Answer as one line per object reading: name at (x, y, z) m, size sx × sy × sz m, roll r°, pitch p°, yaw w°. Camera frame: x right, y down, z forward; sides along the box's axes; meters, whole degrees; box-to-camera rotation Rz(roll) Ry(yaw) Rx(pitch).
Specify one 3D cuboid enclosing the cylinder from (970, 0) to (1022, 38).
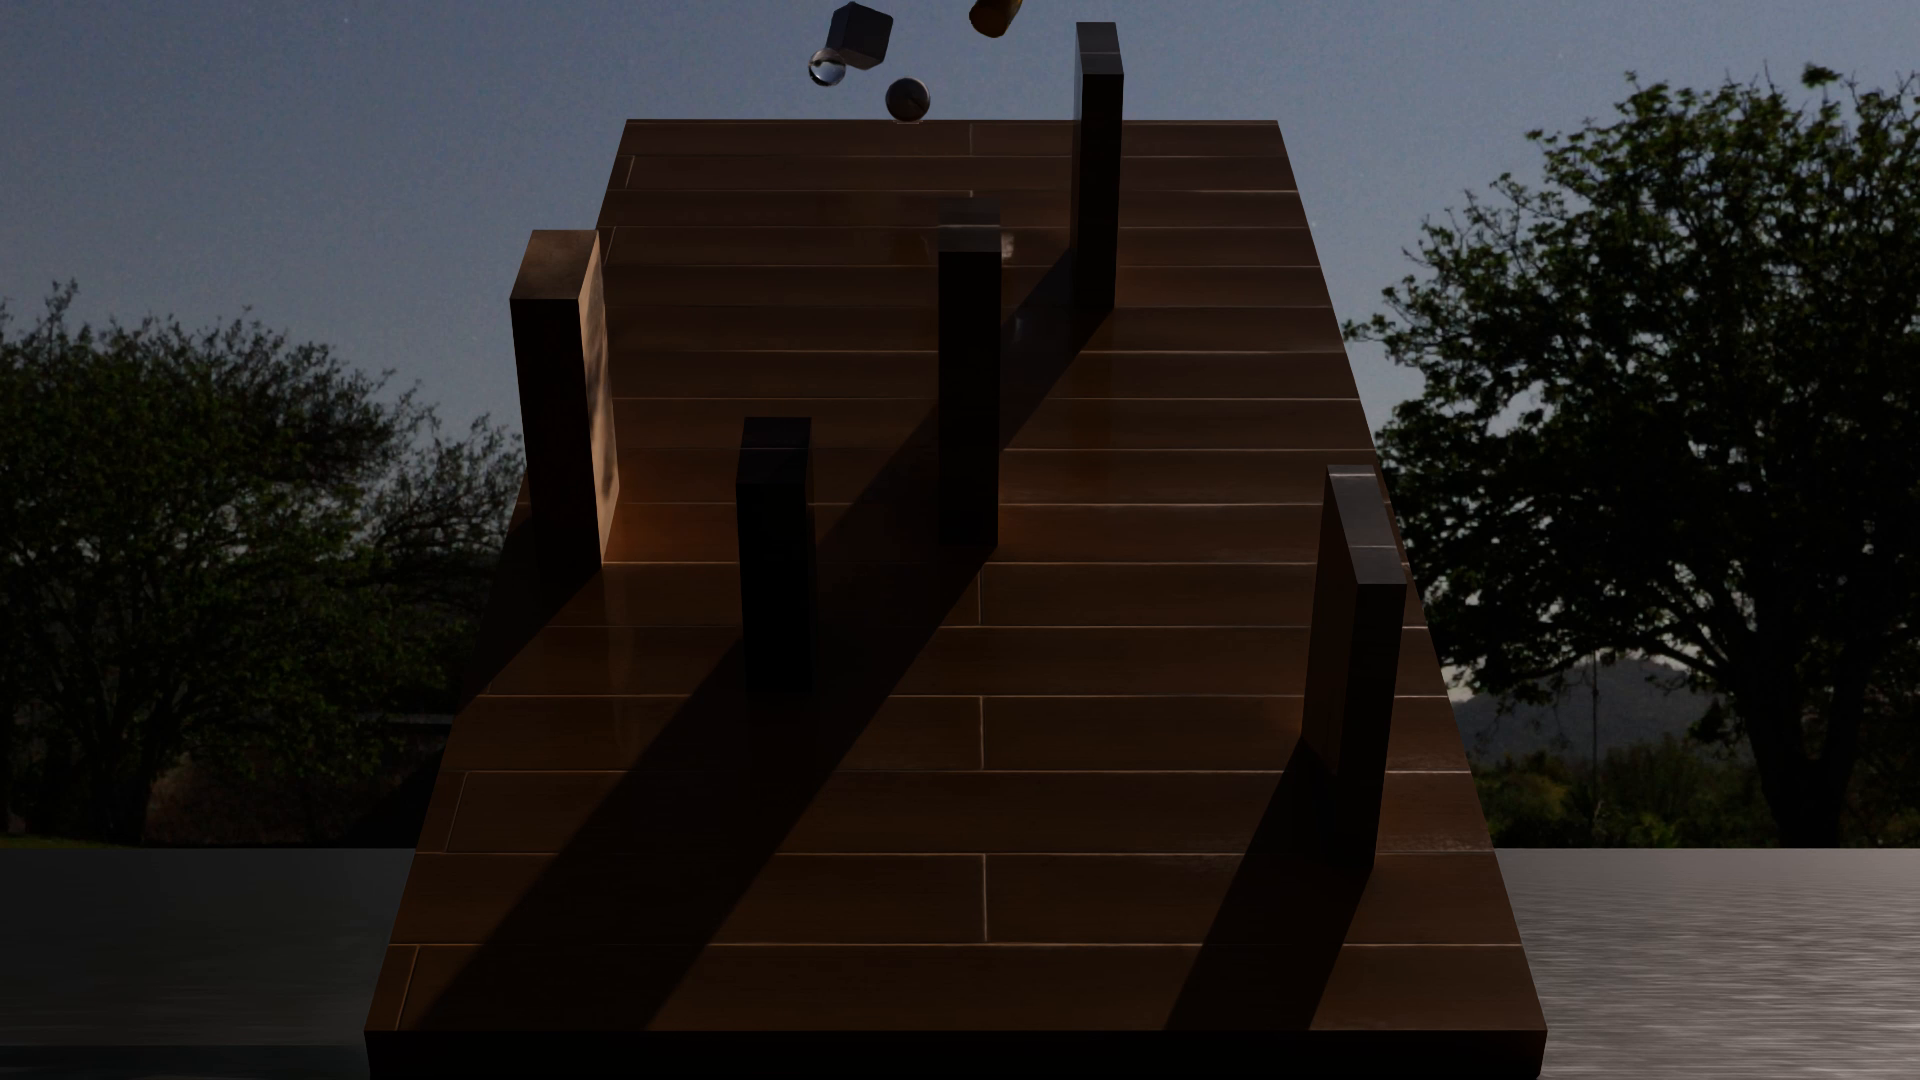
cylinder at (0.107, -1.578, 7.262) m, size 0.120 × 0.120 × 0.120 m, roll 19°, pitch -34°, yaw 14°

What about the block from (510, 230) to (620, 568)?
block at (-0.854, -0.306, 5.324) m, size 0.141 × 0.652 × 0.336 m, roll 0°, pitch 32°, yaw 0°

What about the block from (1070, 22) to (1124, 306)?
block at (0.355, -0.986, 6.426) m, size 0.103 × 0.645 × 0.371 m, roll 0°, pitch 32°, yaw 0°

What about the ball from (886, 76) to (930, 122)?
ball at (-0.151, -1.279, 7.102) m, size 0.132 × 0.132 × 0.132 m, roll 0°, pitch -7°, yaw 0°

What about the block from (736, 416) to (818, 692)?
block at (-0.366, 0.030, 4.940) m, size 0.133 × 0.492 × 0.263 m, roll 0°, pitch 32°, yaw 0°

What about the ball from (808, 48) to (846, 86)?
ball at (-0.400, -1.422, 7.359) m, size 0.114 × 0.114 × 0.114 m, roll 0°, pitch -7°, yaw 0°

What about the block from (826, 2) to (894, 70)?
block at (-0.307, -1.526, 7.415) m, size 0.142 × 0.142 × 0.142 m, roll 16°, pitch -8°, yaw -24°

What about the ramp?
ramp at (-0.015, -0.190, 5.853) m, size 2.000 × 0.100 × 4.000 m, roll 0°, pitch 32°, yaw 0°

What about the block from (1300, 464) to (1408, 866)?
block at (0.719, 0.230, 4.507) m, size 0.085 × 0.620 × 0.403 m, roll 0°, pitch 32°, yaw 0°

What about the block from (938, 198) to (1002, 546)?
block at (0.019, -0.364, 5.362) m, size 0.131 × 0.717 × 0.274 m, roll 0°, pitch 32°, yaw 0°
